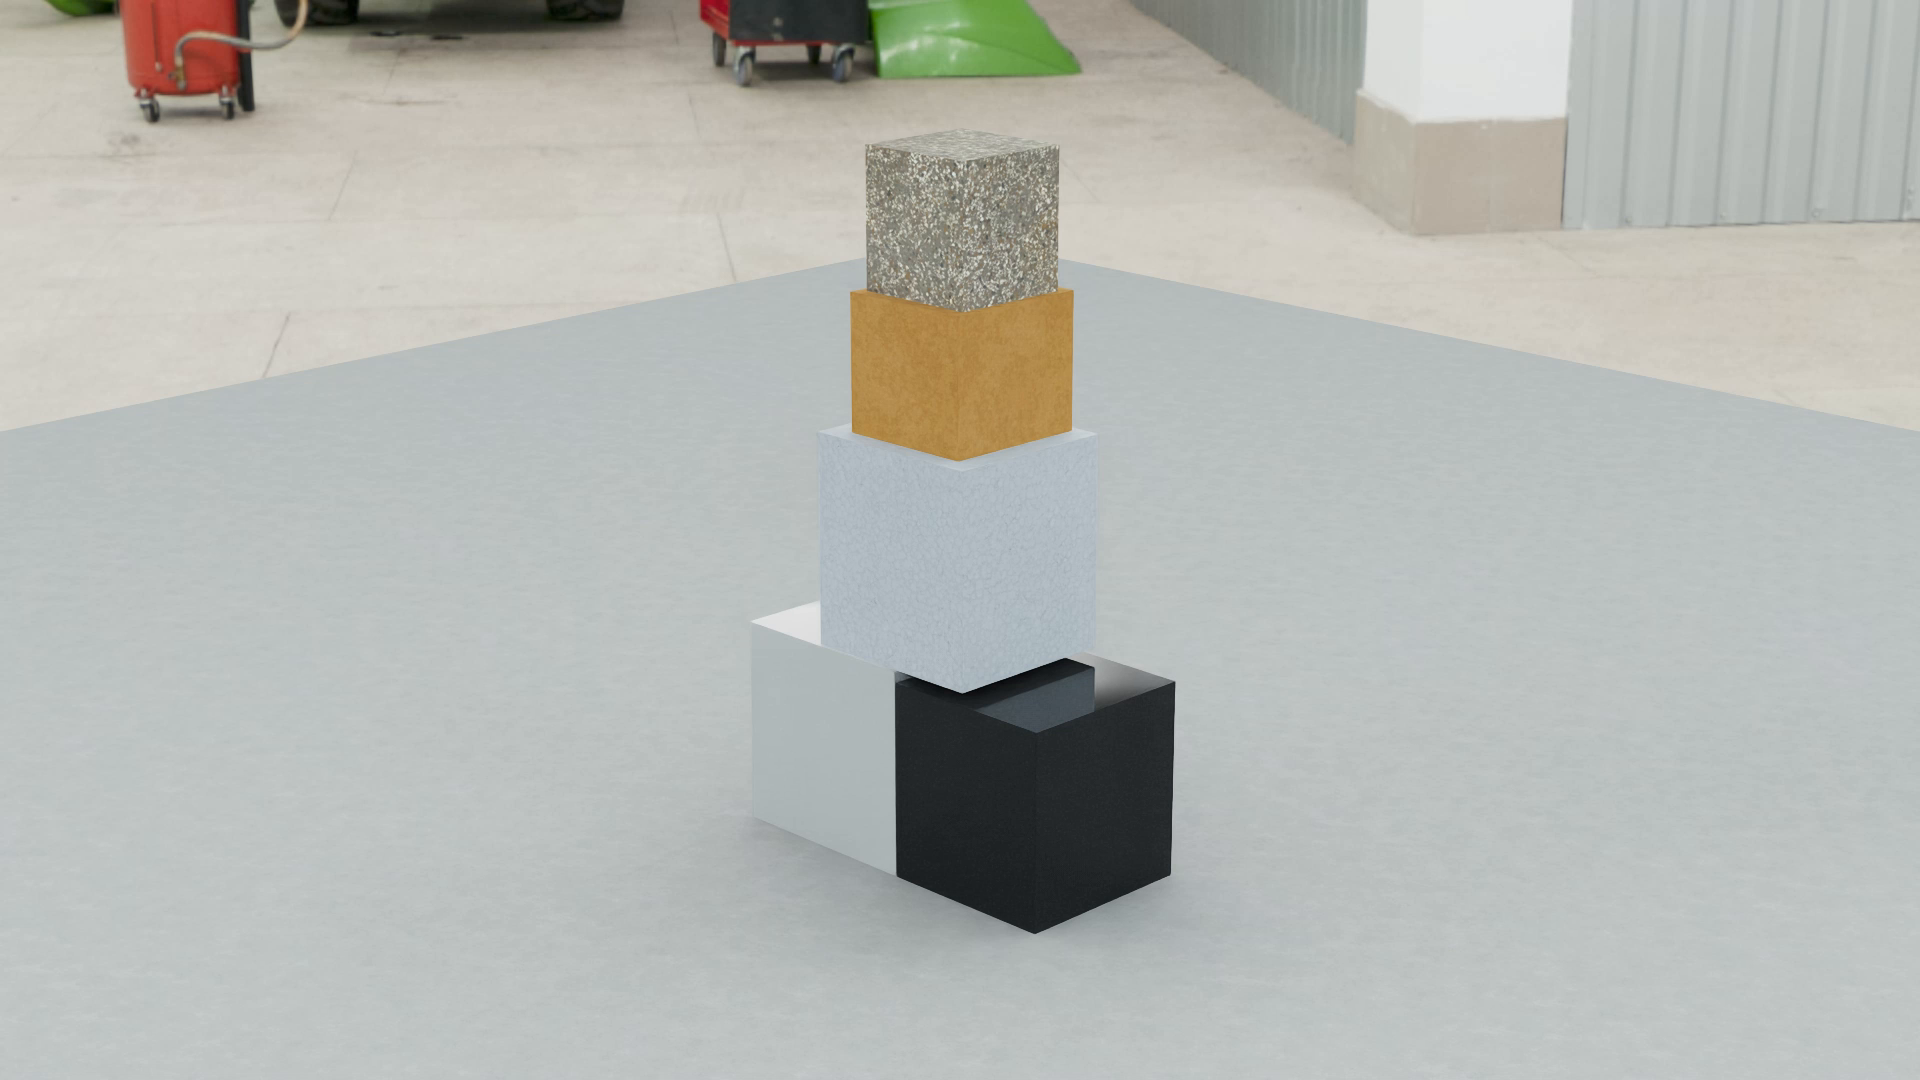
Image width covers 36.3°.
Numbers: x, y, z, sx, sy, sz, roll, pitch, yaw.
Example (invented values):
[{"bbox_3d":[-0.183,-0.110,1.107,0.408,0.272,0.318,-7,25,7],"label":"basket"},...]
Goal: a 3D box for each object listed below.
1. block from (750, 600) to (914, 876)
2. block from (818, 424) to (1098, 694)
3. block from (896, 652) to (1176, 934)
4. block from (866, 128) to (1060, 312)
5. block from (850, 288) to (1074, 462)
[{"bbox_3d":[-0.309,0.862,13.943,0.942,0.995,0.984,-17,24,-42],"label":"block"},{"bbox_3d":[-0.010,0.001,13.332,0.863,1.014,0.920,-17,24,-42],"label":"block"},{"bbox_3d":[0.340,1.089,13.303,0.905,0.945,0.873,-17,24,-42],"label":"block"},{"bbox_3d":[0.010,-1.417,12.907,0.597,0.653,0.603,-17,24,-42],"label":"block"},{"bbox_3d":[0.009,-0.797,13.101,0.724,0.646,0.678,-17,24,-42],"label":"block"}]
